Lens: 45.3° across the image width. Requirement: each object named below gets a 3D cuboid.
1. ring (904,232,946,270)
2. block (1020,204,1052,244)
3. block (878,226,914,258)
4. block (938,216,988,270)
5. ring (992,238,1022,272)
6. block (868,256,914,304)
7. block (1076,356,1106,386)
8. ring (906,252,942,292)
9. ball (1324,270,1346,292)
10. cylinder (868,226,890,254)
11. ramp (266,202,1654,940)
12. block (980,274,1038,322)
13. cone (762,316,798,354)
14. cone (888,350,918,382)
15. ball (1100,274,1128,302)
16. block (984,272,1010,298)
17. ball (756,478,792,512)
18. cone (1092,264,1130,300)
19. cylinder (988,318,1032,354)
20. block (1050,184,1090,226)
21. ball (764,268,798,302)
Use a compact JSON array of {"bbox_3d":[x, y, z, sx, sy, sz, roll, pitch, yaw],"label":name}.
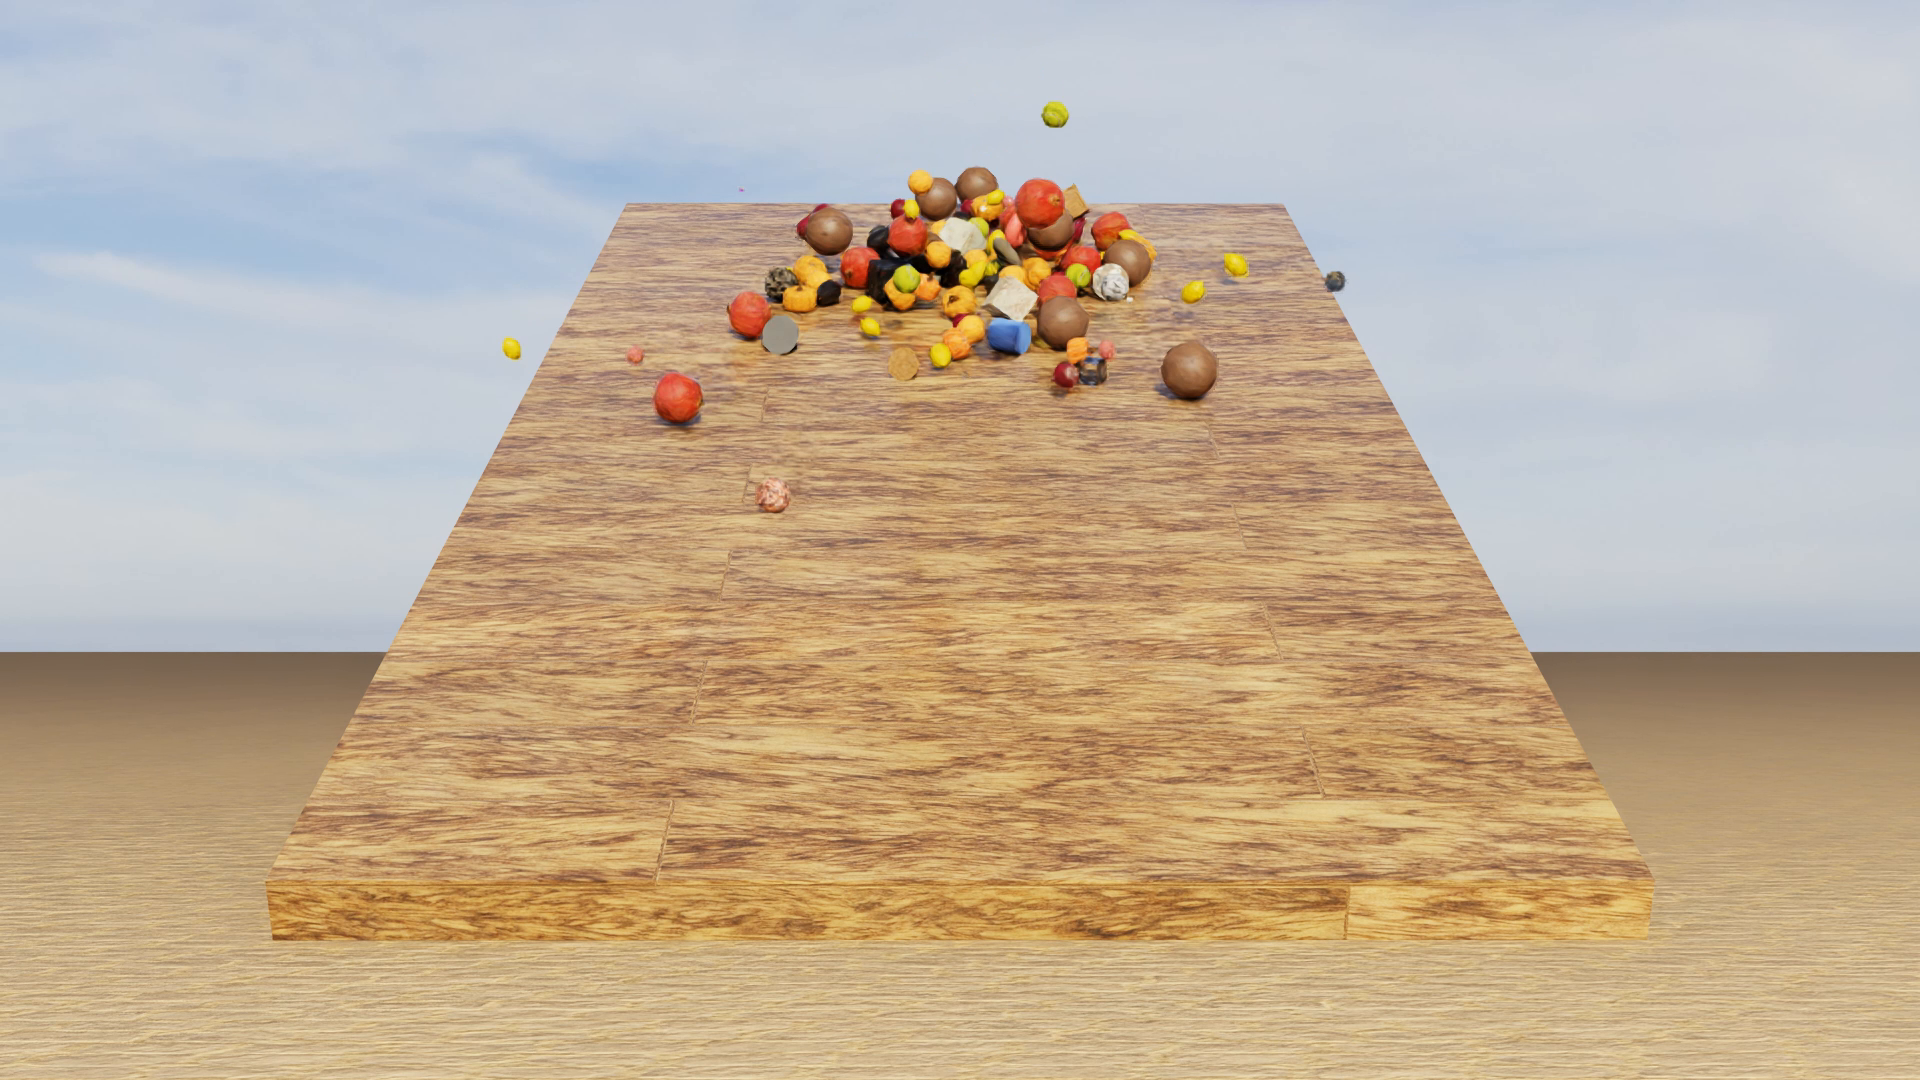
[{"bbox_3d":[-0.094,-0.760,6.159,0.134,0.134,0.045,2,17,-38],"label":"ring"},{"bbox_3d":[0.215,-0.906,6.595,0.091,0.091,0.091,2,23,5],"label":"block"},{"bbox_3d":[-0.168,-0.798,6.285,0.074,0.074,0.074,28,28,-7],"label":"block"},{"bbox_3d":[0.002,-0.814,6.300,0.091,0.091,0.091,23,-17,33],"label":"block"},{"bbox_3d":[0.124,-0.749,6.046,0.035,0.106,0.106,-38,-1,-3],"label":"ring"},{"bbox_3d":[-0.180,-0.681,6.037,0.092,0.092,0.092,-9,27,-21],"label":"block"},{"bbox_3d":[0.308,-0.397,5.405,0.053,0.053,0.053,12,25,27],"label":"block"},{"bbox_3d":[-0.102,-0.709,6.105,0.106,0.106,0.035,1,8,-11],"label":"ring"},{"bbox_3d":[0.998,-0.688,6.117,0.055,0.055,0.055,0,-3,0],"label":"ball"},{"bbox_3d":[-0.218,-0.838,6.437,0.060,0.060,0.060,-1,-30,24],"label":"cylinder"},{"bbox_3d":[-0.007,-0.222,5.180,2.000,0.100,4.000,0,22,0],"label":"ramp"},{"bbox_3d":[0.122,-0.589,5.677,0.088,0.088,0.088,37,-10,-15],"label":"block"},{"bbox_3d":[-0.422,-0.495,5.654,0.097,0.097,0.097,-1,-6,19],"label":"cone"},{"bbox_3d":[-0.117,-0.410,5.458,0.080,0.080,0.080,-1,1,26],"label":"cone"},{"bbox_3d":[0.387,-0.632,5.762,0.072,0.072,0.072,0,-3,0],"label":"ball"},{"bbox_3d":[0.106,-0.667,6.051,0.054,0.054,0.054,-30,36,-35],"label":"block"},{"bbox_3d":[-0.375,-0.090,4.632,0.070,0.070,0.070,0,-3,0],"label":"ball"},{"bbox_3d":[0.390,-0.671,6.081,0.099,0.099,0.099,0,-7,-7],"label":"cone"},{"bbox_3d":[0.121,-0.500,5.624,0.077,0.077,0.077,15,6,32],"label":"cylinder"},{"bbox_3d":[0.300,-0.917,6.305,0.080,0.080,0.080,-30,0,4],"label":"block"},{"bbox_3d":[-0.467,-0.669,6.018,0.089,0.089,0.089,0,-3,0],"label":"ball"}]
